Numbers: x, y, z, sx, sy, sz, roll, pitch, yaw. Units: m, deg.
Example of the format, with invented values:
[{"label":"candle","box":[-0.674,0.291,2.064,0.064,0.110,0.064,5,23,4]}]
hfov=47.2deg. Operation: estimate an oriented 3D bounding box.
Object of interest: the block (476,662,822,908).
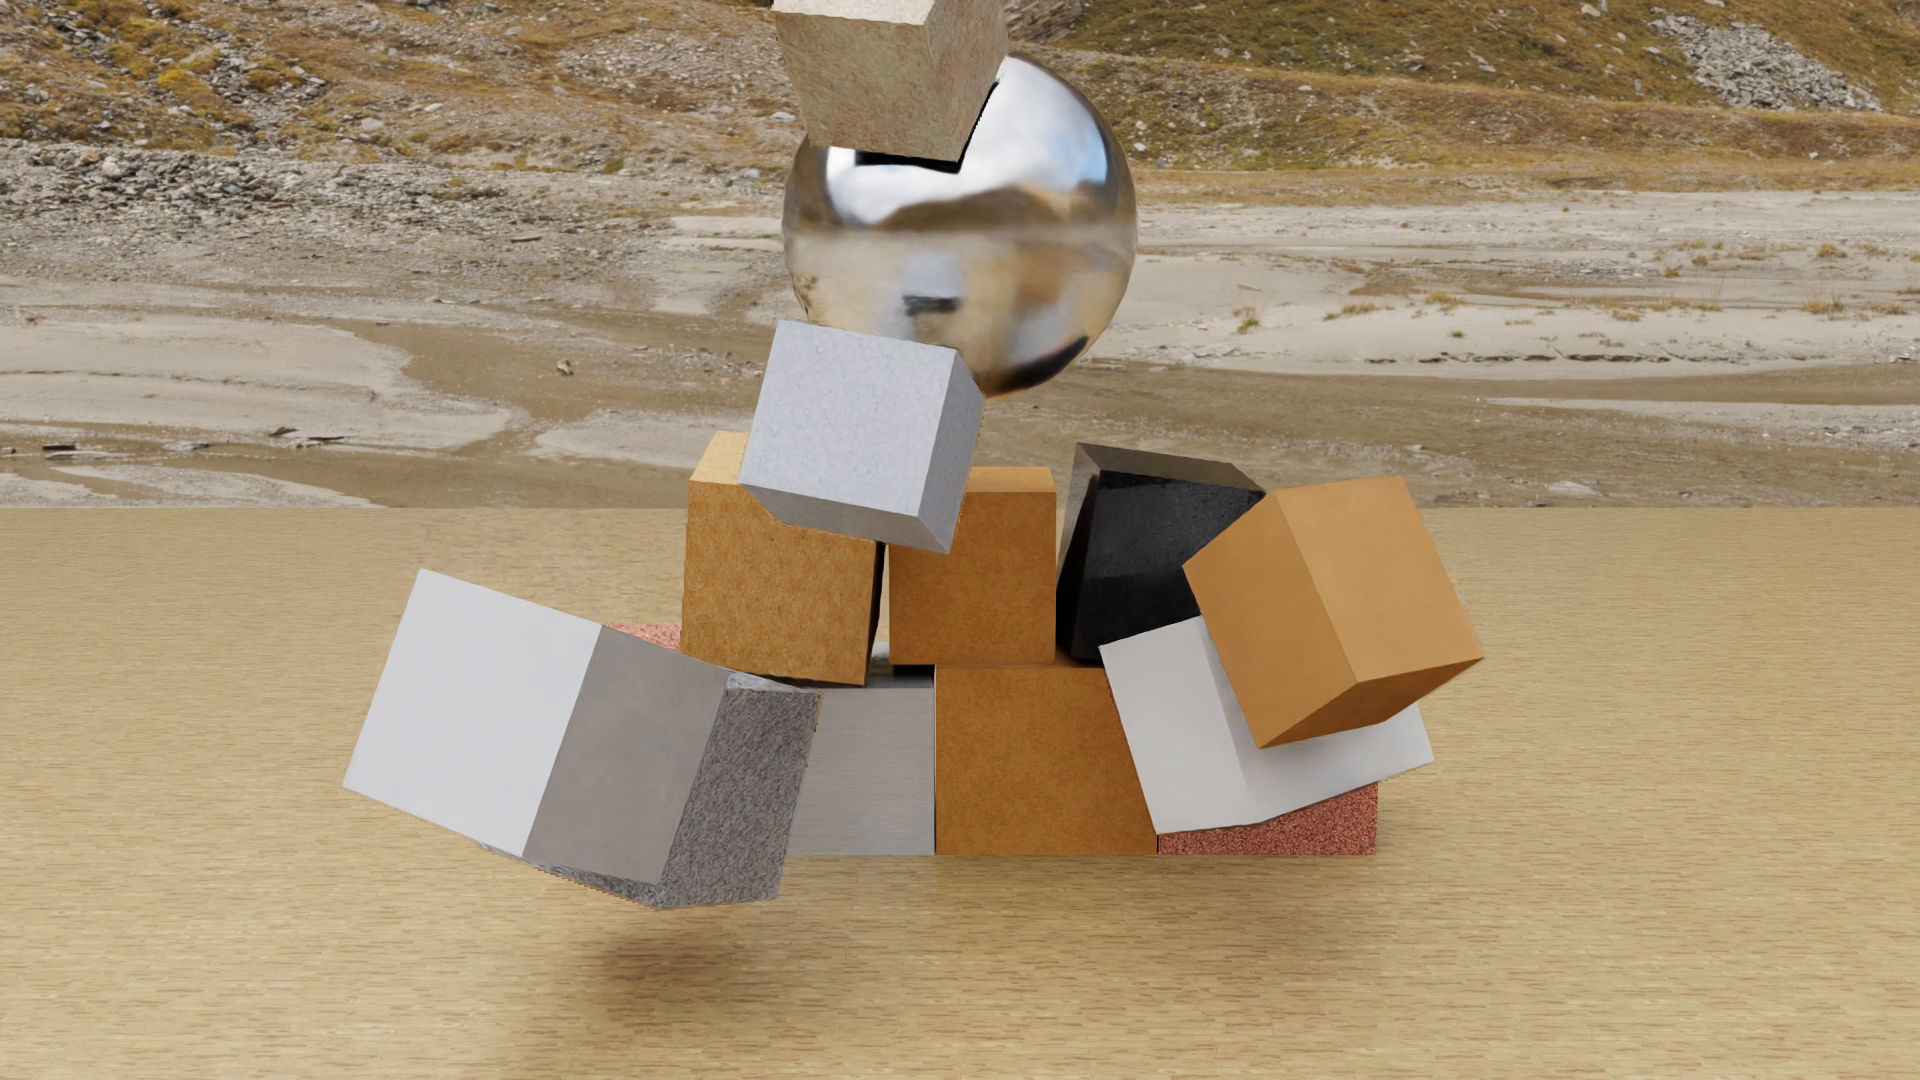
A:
[{"label":"block","box":[-1.316,0.977,9.399,0.953,0.910,0.887,13,0,27]}]

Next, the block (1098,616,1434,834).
[{"label":"block","box":[1.335,0.716,9.731,0.913,0.886,0.951,-15,-4,-23]}]

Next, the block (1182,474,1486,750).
[{"label":"block","box":[1.477,0.281,8.774,0.697,0.819,0.650,-7,-23,-35]}]

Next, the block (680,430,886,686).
[{"label":"block","box":[-0.855,0.074,10.981,0.909,0.954,0.857,6,19,1]}]

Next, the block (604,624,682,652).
[{"label":"block","box":[-1.579,0.997,11.371,0.981,0.970,0.832,0,10,0]}]

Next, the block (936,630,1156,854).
[{"label":"block","box":[0.431,1.007,11.368,1.096,0.952,1.027,0,10,0]}]

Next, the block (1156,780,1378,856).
[{"label":"block","box":[1.528,1.045,11.362,1.080,0.878,1.011,0,10,0]}]

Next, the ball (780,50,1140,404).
[{"label":"ball","box":[0.000,-1.404,9.856,1.600,1.600,1.600,0,10,0]}]

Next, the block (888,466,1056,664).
[{"label":"block","box":[0.059,0.116,11.198,0.819,0.862,0.838,0,10,0]}]

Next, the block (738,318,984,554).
[{"label":"block","box":[-0.365,-0.390,8.514,0.699,0.649,0.675,11,-10,12]}]

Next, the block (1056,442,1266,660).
[{"label":"block","box":[0.979,0.083,11.149,0.823,0.935,0.901,8,10,-6]}]

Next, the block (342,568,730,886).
[{"label":"block","box":[-1.599,0.714,8.373,0.926,0.865,0.826,15,-7,31]}]

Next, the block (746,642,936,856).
[{"label":"block","box":[-0.603,1.057,11.364,0.950,0.854,1.018,0,10,0]}]

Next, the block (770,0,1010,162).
[{"label":"block","box":[-0.265,-2.082,8.946,0.645,0.729,0.695,10,57,19]}]
